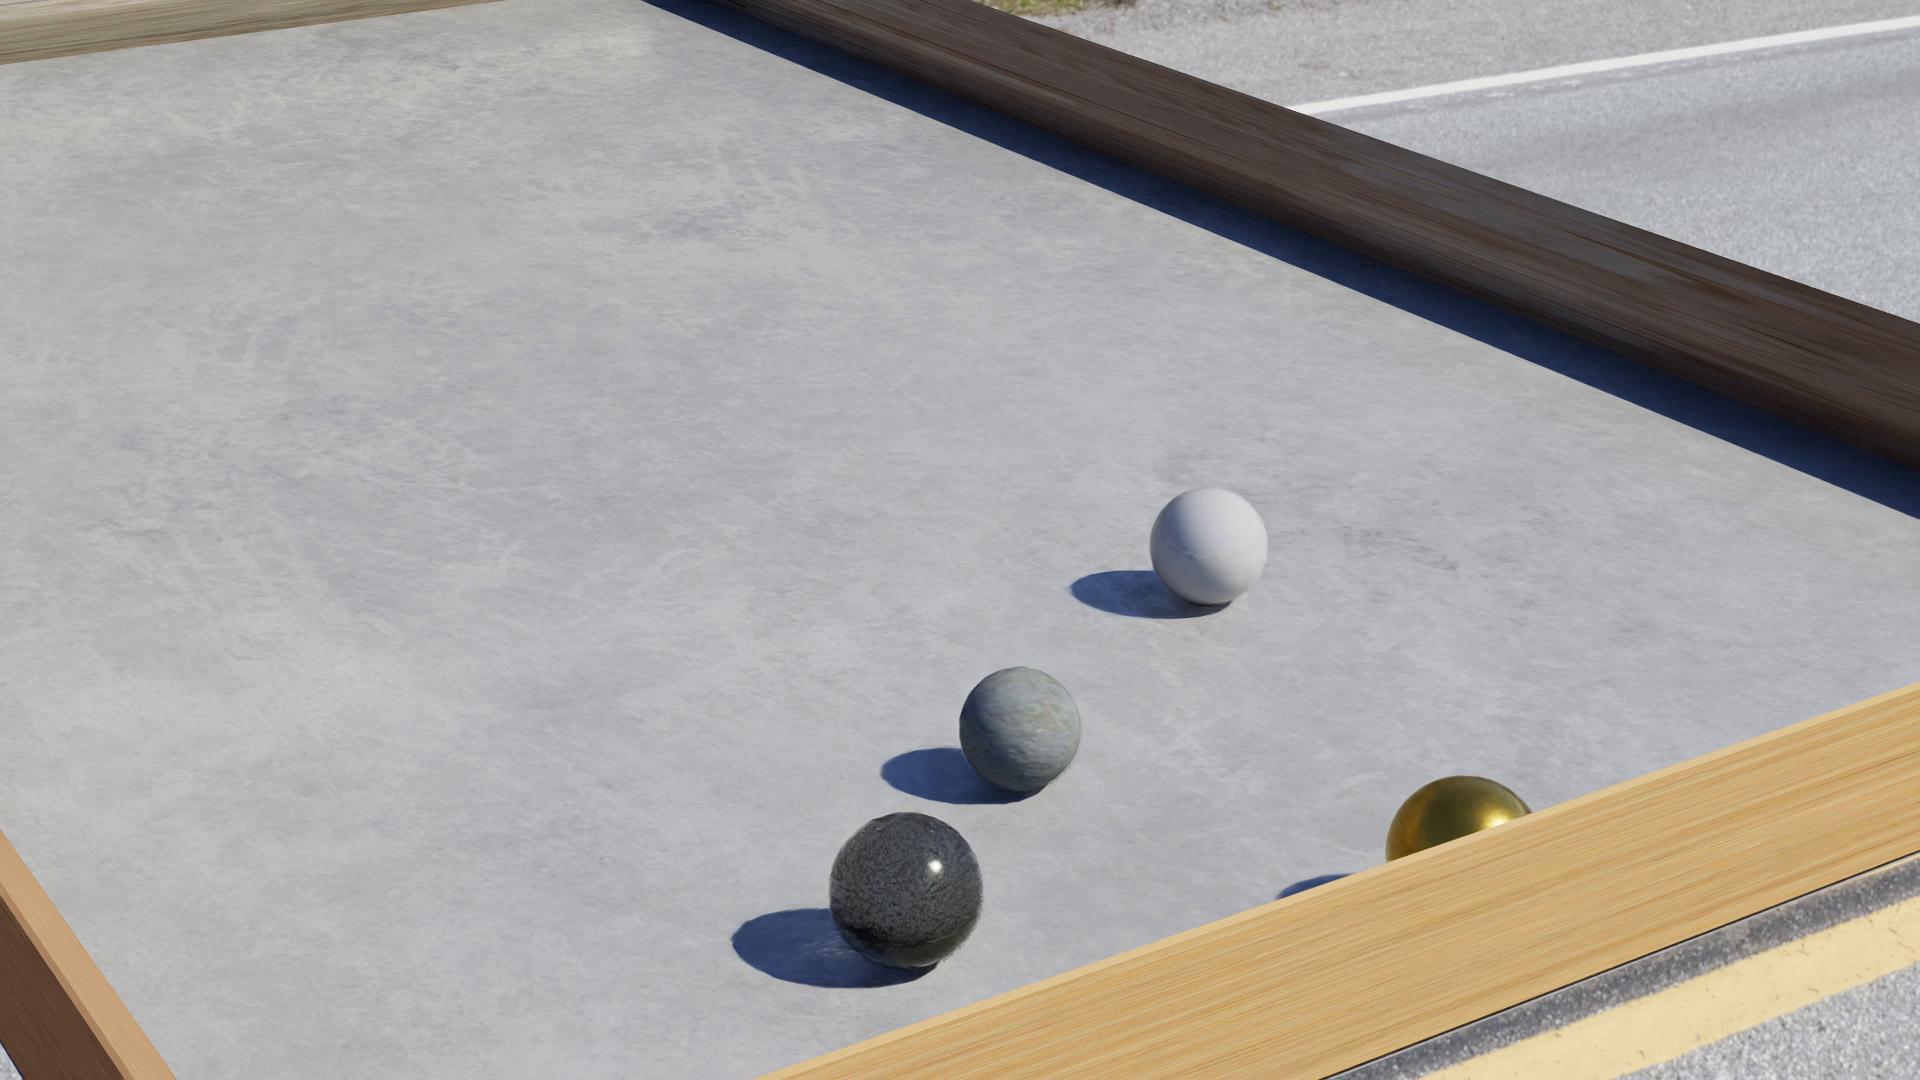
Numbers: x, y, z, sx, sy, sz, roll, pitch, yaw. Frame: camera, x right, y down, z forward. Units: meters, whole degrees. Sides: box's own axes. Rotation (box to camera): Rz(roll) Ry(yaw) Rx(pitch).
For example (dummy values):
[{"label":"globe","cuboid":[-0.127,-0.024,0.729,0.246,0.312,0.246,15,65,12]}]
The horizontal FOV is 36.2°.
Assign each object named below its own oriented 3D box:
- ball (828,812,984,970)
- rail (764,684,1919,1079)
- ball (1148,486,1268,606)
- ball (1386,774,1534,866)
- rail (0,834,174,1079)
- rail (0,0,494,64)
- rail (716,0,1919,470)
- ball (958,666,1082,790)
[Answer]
[{"label":"ball","cuboid":[-0.033,0.215,1.802,0.096,0.096,0.096,0,23,0]},{"label":"rail","cuboid":[0.374,0.200,1.790,1.683,0.129,0.045,-14,26,-30]},{"label":"ball","cuboid":[0.195,0.005,2.305,0.093,0.093,0.093,0,23,0]},{"label":"ball","cuboid":[0.316,0.197,1.840,0.099,0.099,0.099,0,23,0]},{"label":"rail","cuboid":[-1.076,-0.092,2.486,0.045,0.129,2.880,-14,26,-30]},{"label":"rail","cuboid":[-1.149,-0.725,3.992,1.683,0.129,0.045,-14,26,-30]},{"label":"rail","cuboid":[0.302,-0.433,3.297,0.045,0.129,2.880,-14,26,-30]},{"label":"ball","cuboid":[0.041,0.129,2.019,0.084,0.084,0.084,0,23,0]}]
